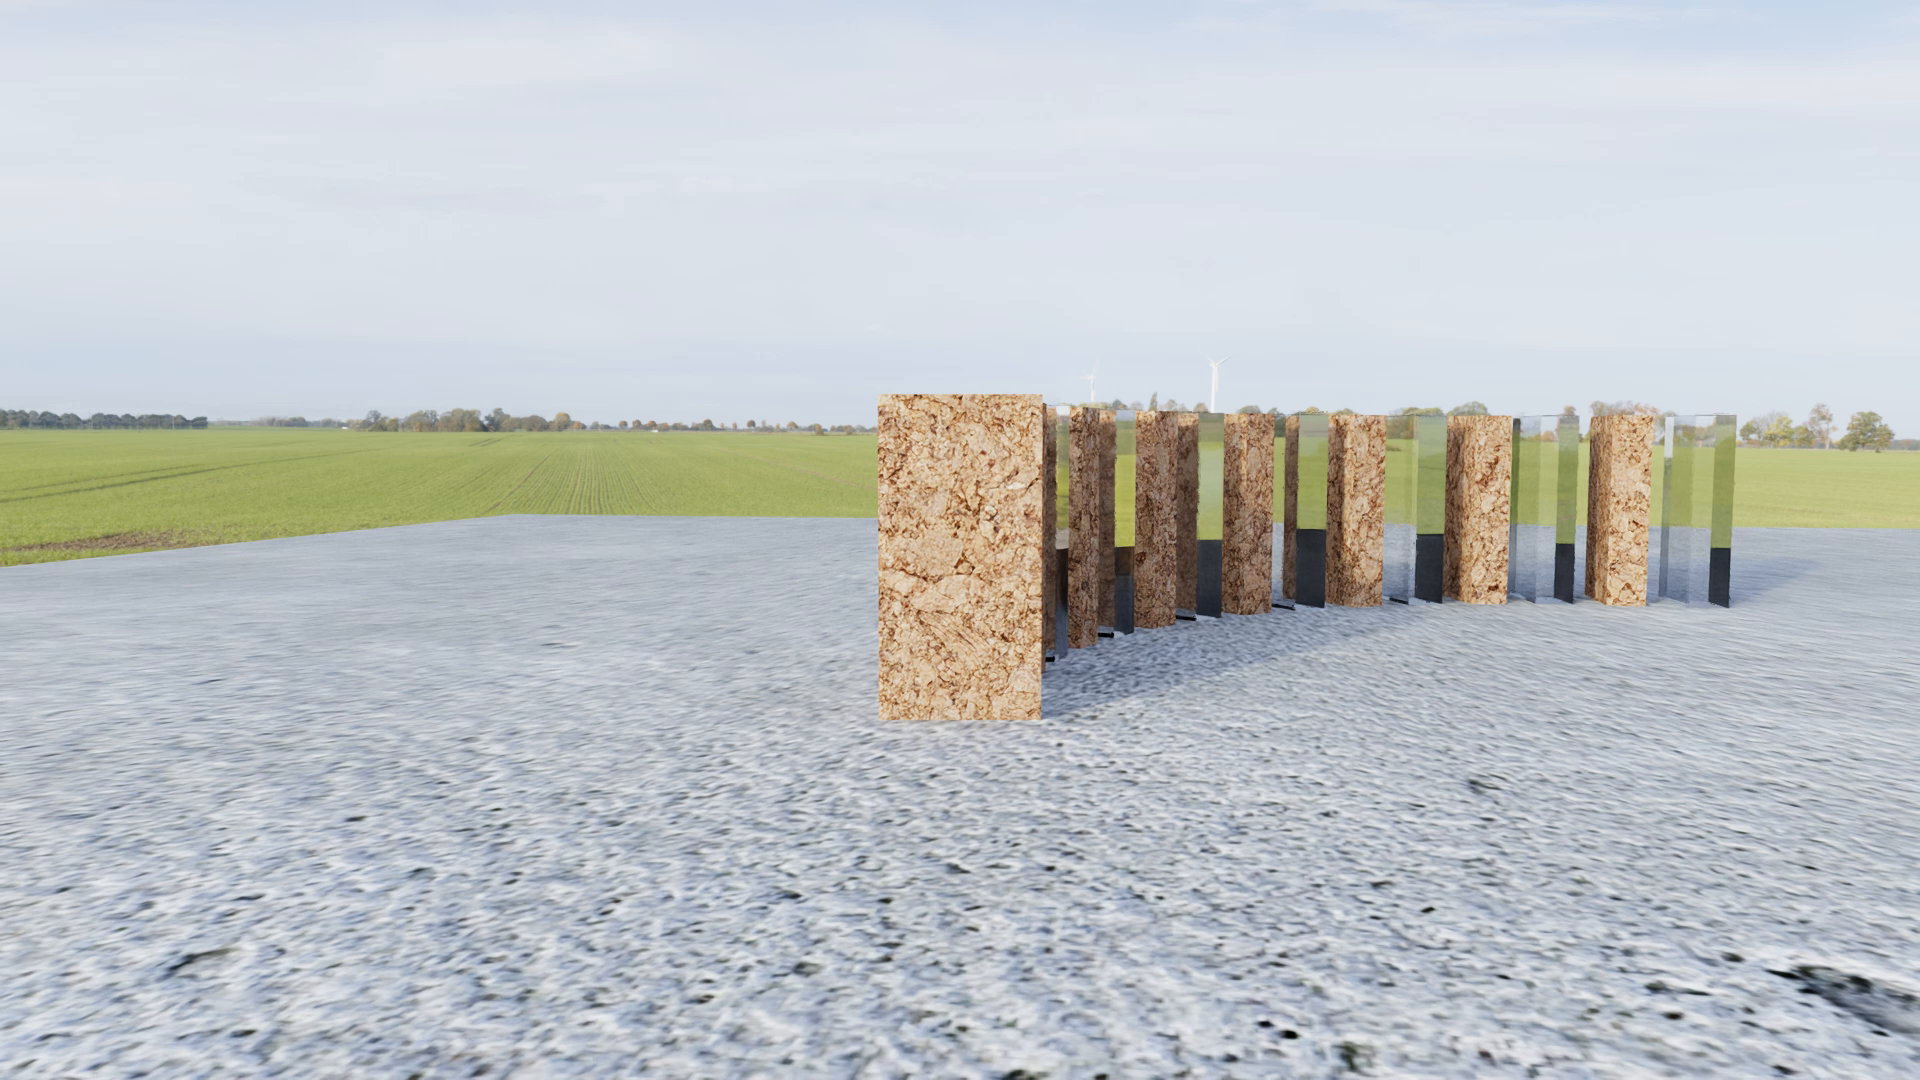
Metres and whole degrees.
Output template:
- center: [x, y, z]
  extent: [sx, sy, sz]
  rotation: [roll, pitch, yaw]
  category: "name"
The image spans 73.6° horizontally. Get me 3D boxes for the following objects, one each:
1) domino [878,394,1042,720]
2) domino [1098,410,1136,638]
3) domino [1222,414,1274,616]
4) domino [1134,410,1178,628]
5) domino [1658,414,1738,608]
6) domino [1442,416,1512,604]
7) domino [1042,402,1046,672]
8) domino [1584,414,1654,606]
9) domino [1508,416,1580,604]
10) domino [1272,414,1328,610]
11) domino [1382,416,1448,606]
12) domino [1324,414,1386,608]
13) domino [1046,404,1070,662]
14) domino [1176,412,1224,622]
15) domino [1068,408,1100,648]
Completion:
- center: [0.000, 0.002, 0.201]
  extent: [0.025, 0.050, 0.009]
  rotation: [0, 4, 0]
  category: "domino"
- center: [0.026, -0.004, 0.291]
  extent: [0.025, 0.050, 0.010]
  rotation: [3, 5, 35]
  category: "domino"
- center: [0.068, -0.007, 0.330]
  extent: [0.010, 0.050, 0.025]
  rotation: [-3, 5, -32]
  category: "domino"
- center: [0.038, -0.005, 0.306]
  extent: [0.025, 0.050, 0.010]
  rotation: [4, 6, 43]
  category: "domino"
- center: [0.197, -0.008, 0.343]
  extent: [0.009, 0.050, 0.025]
  rotation: [1, 4, 13]
  category: "domino"
- center: [0.140, -0.009, 0.352]
  extent: [0.009, 0.050, 0.025]
  rotation: [0, 4, -2]
  category: "domino"
- center: [0.003, 0.000, 0.239]
  extent: [0.025, 0.050, 0.009]
  rotation: [1, 4, 13]
  category: "domino"
- center: [0.178, -0.009, 0.348]
  extent: [0.010, 0.050, 0.025]
  rotation: [1, 4, 14]
  category: "domino"
- center: [0.159, -0.009, 0.351]
  extent: [0.010, 0.050, 0.025]
  rotation: [1, 4, 7]
  category: "domino"
- center: [0.085, -0.008, 0.339]
  extent: [0.009, 0.050, 0.025]
  rotation: [-2, 5, -24]
  category: "domino"
- center: [0.121, -0.009, 0.350]
  extent: [0.010, 0.050, 0.025]
  rotation: [-1, 4, -9]
  category: "domino"
- center: [0.103, -0.008, 0.346]
  extent: [0.010, 0.050, 0.025]
  rotation: [-1, 4, -17]
  category: "domino"
- center: [0.008, -0.002, 0.257]
  extent: [0.025, 0.050, 0.009]
  rotation: [2, 5, 20]
  category: "domino"
- center: [0.052, -0.006, 0.319]
  extent: [0.009, 0.050, 0.025]
  rotation: [-4, 6, -39]
  category: "domino"
- center: [0.016, -0.003, 0.275]
  extent: [0.025, 0.050, 0.009]
  rotation: [2, 5, 28]
  category: "domino"
